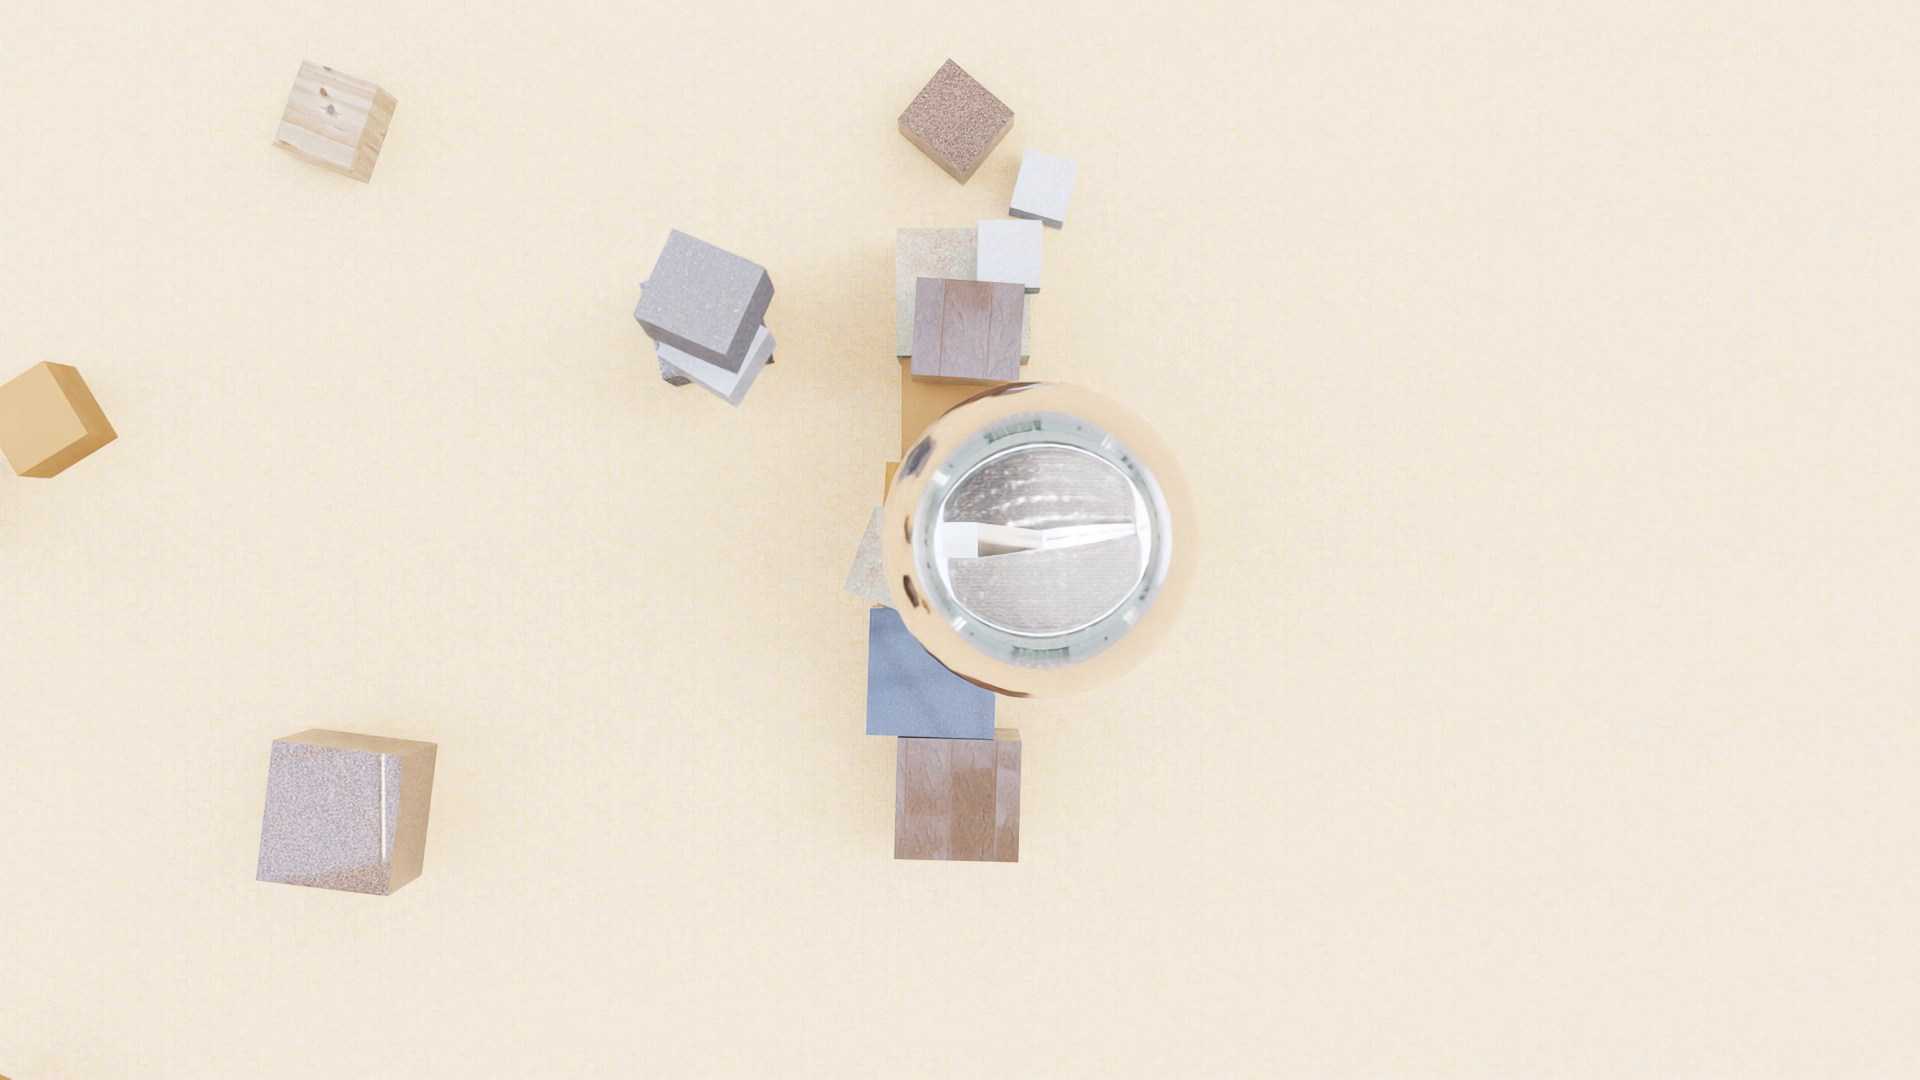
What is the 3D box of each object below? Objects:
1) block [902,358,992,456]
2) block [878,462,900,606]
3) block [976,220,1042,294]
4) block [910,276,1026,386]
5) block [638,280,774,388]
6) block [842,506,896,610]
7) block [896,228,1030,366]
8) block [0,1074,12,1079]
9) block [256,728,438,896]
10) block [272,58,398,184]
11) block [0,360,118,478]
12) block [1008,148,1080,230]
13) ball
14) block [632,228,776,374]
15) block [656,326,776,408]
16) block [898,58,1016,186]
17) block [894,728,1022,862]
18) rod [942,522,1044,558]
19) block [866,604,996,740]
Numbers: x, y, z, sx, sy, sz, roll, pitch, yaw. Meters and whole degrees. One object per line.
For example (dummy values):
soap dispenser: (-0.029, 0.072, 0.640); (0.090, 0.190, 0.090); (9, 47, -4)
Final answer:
block: (-0.017, -0.744, 12.685); (0.625, 0.629, 0.560); (0, 90, 0)
block: (-0.095, -0.016, 12.602); (0.680, 0.795, 0.796); (3, 90, 0)
block: (0.269, -1.561, 12.132); (0.349, 0.314, 0.367); (1, 90, 0)
block: (0.041, -1.123, 11.996); (0.578, 0.586, 0.518); (4, 90, 0)
block: (-1.453, -1.249, 12.697); (0.597, 0.605, 0.563); (-14, 90, 0)
block: (-0.299, 0.130, 11.968); (0.514, 0.472, 0.482); (21, 90, 0)
block: (0.019, -1.389, 12.644); (0.750, 0.711, 0.713); (0, 90, 0)
block: (-5.532, 3.524, 12.744); (0.542, 0.511, 0.565); (23, 90, 0)
block: (-3.500, 1.547, 12.608); (0.738, 0.784, 0.785); (7, 90, 0)
block: (-3.625, -2.427, 12.781); (0.458, 0.439, 0.528); (20, 90, 0)
block: (-5.300, -0.693, 12.770); (0.469, 0.460, 0.488); (-31, 90, 0)
block: (0.490, -2.046, 12.834); (0.325, 0.332, 0.354); (16, 90, 0)
ball: (0.399, 0.000, 10.995); (1.600, 1.600, 1.600); (0, 90, 0)
block: (-1.356, -1.264, 11.722); (0.531, 0.545, 0.507); (23, 84, 3)
block: (-1.343, -1.059, 12.169); (0.469, 0.385, 0.428); (31, 86, 4)
block: (-0.022, -2.425, 12.789); (0.494, 0.421, 0.461); (40, 90, 0)
block: (-0.012, 1.442, 12.589); (0.691, 0.821, 0.674); (2, 90, 0)
rod: (0.173, 0.000, 7.603); (0.080, 5.200, 0.080); (0, 90, 4)
block: (-0.156, 0.745, 12.624); (0.715, 0.752, 0.706); (2, 90, 0)
